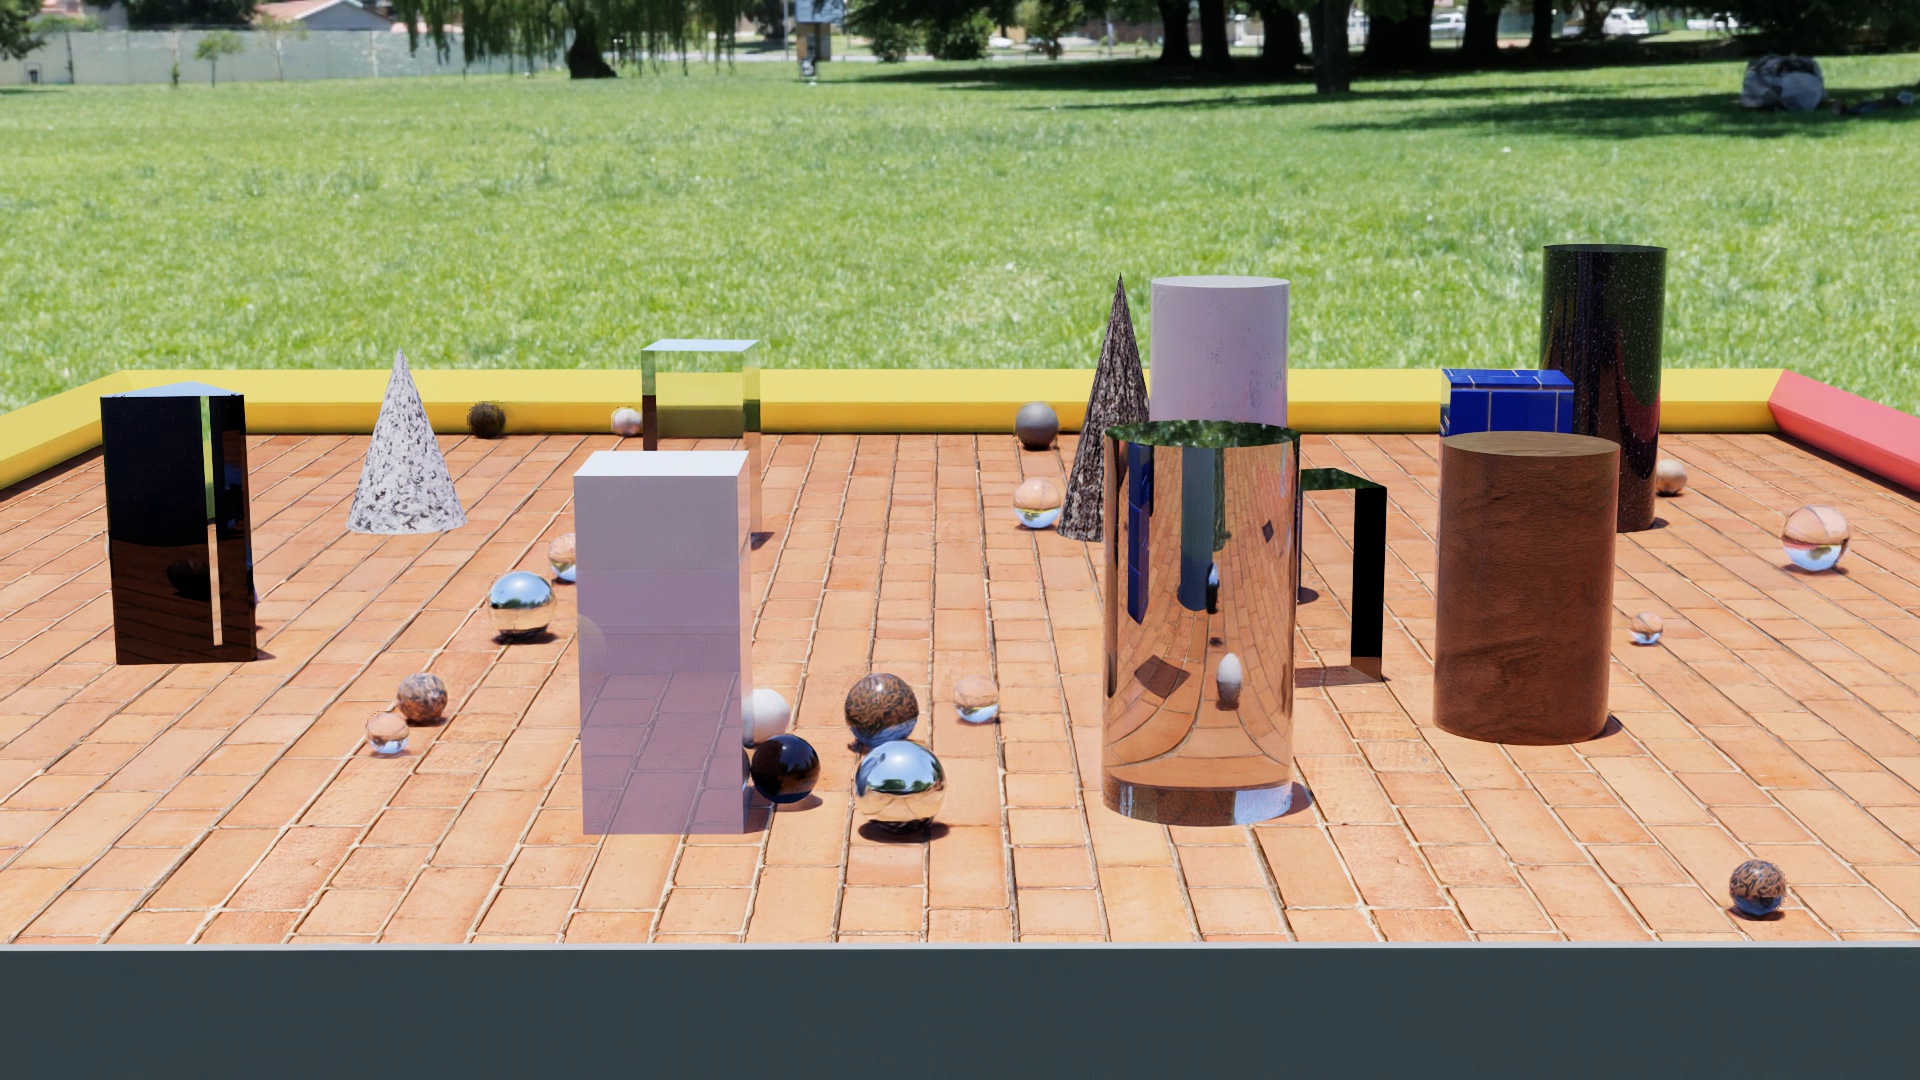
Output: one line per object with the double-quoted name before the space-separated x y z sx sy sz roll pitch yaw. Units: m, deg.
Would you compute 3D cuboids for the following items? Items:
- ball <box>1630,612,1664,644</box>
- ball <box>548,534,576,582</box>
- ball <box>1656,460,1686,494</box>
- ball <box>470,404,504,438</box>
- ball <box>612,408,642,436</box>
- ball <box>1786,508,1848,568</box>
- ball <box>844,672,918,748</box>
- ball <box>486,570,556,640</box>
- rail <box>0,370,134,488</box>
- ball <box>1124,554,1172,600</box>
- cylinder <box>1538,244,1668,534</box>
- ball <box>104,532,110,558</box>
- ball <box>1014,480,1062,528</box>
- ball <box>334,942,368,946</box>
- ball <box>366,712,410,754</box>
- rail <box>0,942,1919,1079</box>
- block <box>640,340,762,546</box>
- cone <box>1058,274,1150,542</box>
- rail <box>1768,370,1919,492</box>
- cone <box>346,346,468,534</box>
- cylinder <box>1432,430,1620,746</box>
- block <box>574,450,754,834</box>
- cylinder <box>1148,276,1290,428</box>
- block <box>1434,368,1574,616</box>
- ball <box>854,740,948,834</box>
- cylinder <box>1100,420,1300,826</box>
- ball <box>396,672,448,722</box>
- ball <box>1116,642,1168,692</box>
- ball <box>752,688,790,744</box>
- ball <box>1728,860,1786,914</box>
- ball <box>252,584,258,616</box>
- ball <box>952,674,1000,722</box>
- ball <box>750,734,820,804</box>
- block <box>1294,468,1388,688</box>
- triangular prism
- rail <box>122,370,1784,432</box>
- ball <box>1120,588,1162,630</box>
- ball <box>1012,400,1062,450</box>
"ball" 0.871 0.112 3.254 0.041 0.041 0.041 0 11 0
"ball" -0.551 0.024 3.649 0.068 0.068 0.068 0 11 0
"ball" 1.209 -0.107 4.377 0.060 0.060 0.060 0 11 0
"ball" -0.929 -0.235 5.042 0.068 0.068 0.068 0 11 0
"ball" -0.656 -0.232 5.058 0.056 0.056 0.056 0 11 0
"ball" 1.242 -0.003 3.722 0.085 0.085 0.085 0 11 0
"ball" -0.084 0.183 2.760 0.081 0.081 0.081 0 11 0
"ball" -0.560 0.083 3.276 0.088 0.088 0.088 0 11 0
"rail" -1.629 0.034 3.440 0.045 0.124 3.382 0 11 0
"ball" 0.258 0.050 3.517 0.065 0.065 0.065 0 11 0
"cylinder" 1.014 -0.243 4.073 0.191 0.439 0.191 0 11 0
"ball" -1.201 0.006 3.722 0.077 0.077 0.077 0 11 0
"ball" 0.123 -0.058 4.067 0.077 0.077 0.077 0 11 0
"ball" -0.447 0.342 1.876 0.093 0.093 0.093 0 11 0
"ball" -0.610 0.206 2.735 0.045 0.045 0.045 0 11 0
"rail" 0.010 0.337 1.810 3.306 0.124 0.045 0 11 0
"block" -0.393 -0.147 3.924 0.153 0.304 0.153 1 11 5
"cone" 0.247 -0.213 3.993 0.191 0.409 0.191 0 11 0
"rail" 1.629 0.030 3.458 0.045 0.124 3.382 0 11 0
"cone" -0.885 -0.168 4.078 0.191 0.288 0.191 0 11 0
"cylinder" 0.624 0.050 2.835 0.191 0.316 0.191 0 11 0
"block" -0.284 0.097 2.496 0.153 0.347 0.153 0 11 -1
"cylinder" 0.358 -0.144 3.565 0.191 0.430 0.191 0 11 0
"block" 0.705 -0.050 3.342 0.153 0.327 0.153 1 11 6
"ball" -0.057 0.236 2.455 0.089 0.089 0.089 0 11 0
"cylinder" 0.236 0.078 2.537 0.191 0.370 0.191 0 11 0
"ball" -0.601 0.176 2.866 0.056 0.056 0.056 0 11 0
"ball" 0.212 0.149 3.001 0.061 0.061 0.061 0 11 0
"ball" -0.214 0.191 2.775 0.061 0.061 0.061 0 11 0
"ball" 0.690 0.301 2.221 0.047 0.047 0.047 0 11 0
"ball" -0.952 0.078 3.334 0.077 0.077 0.077 0 11 0
"ball" 0.018 0.177 2.870 0.053 0.053 0.053 0 11 0
"ball" -0.174 0.228 2.553 0.069 0.069 0.069 0 11 0
"block" 0.407 0.044 3.084 0.153 0.236 0.153 -3 11 -15
"triangular prism" -0.959 -0.024 3.193 0.165 0.331 0.143 -1 11 -7
"rail" -0.010 -0.273 5.088 3.306 0.124 0.045 0 11 0
"ball" 0.235 0.090 3.329 0.056 0.056 0.056 0 11 0
"ball" 0.147 -0.219 4.906 0.095 0.095 0.095 0 11 0
